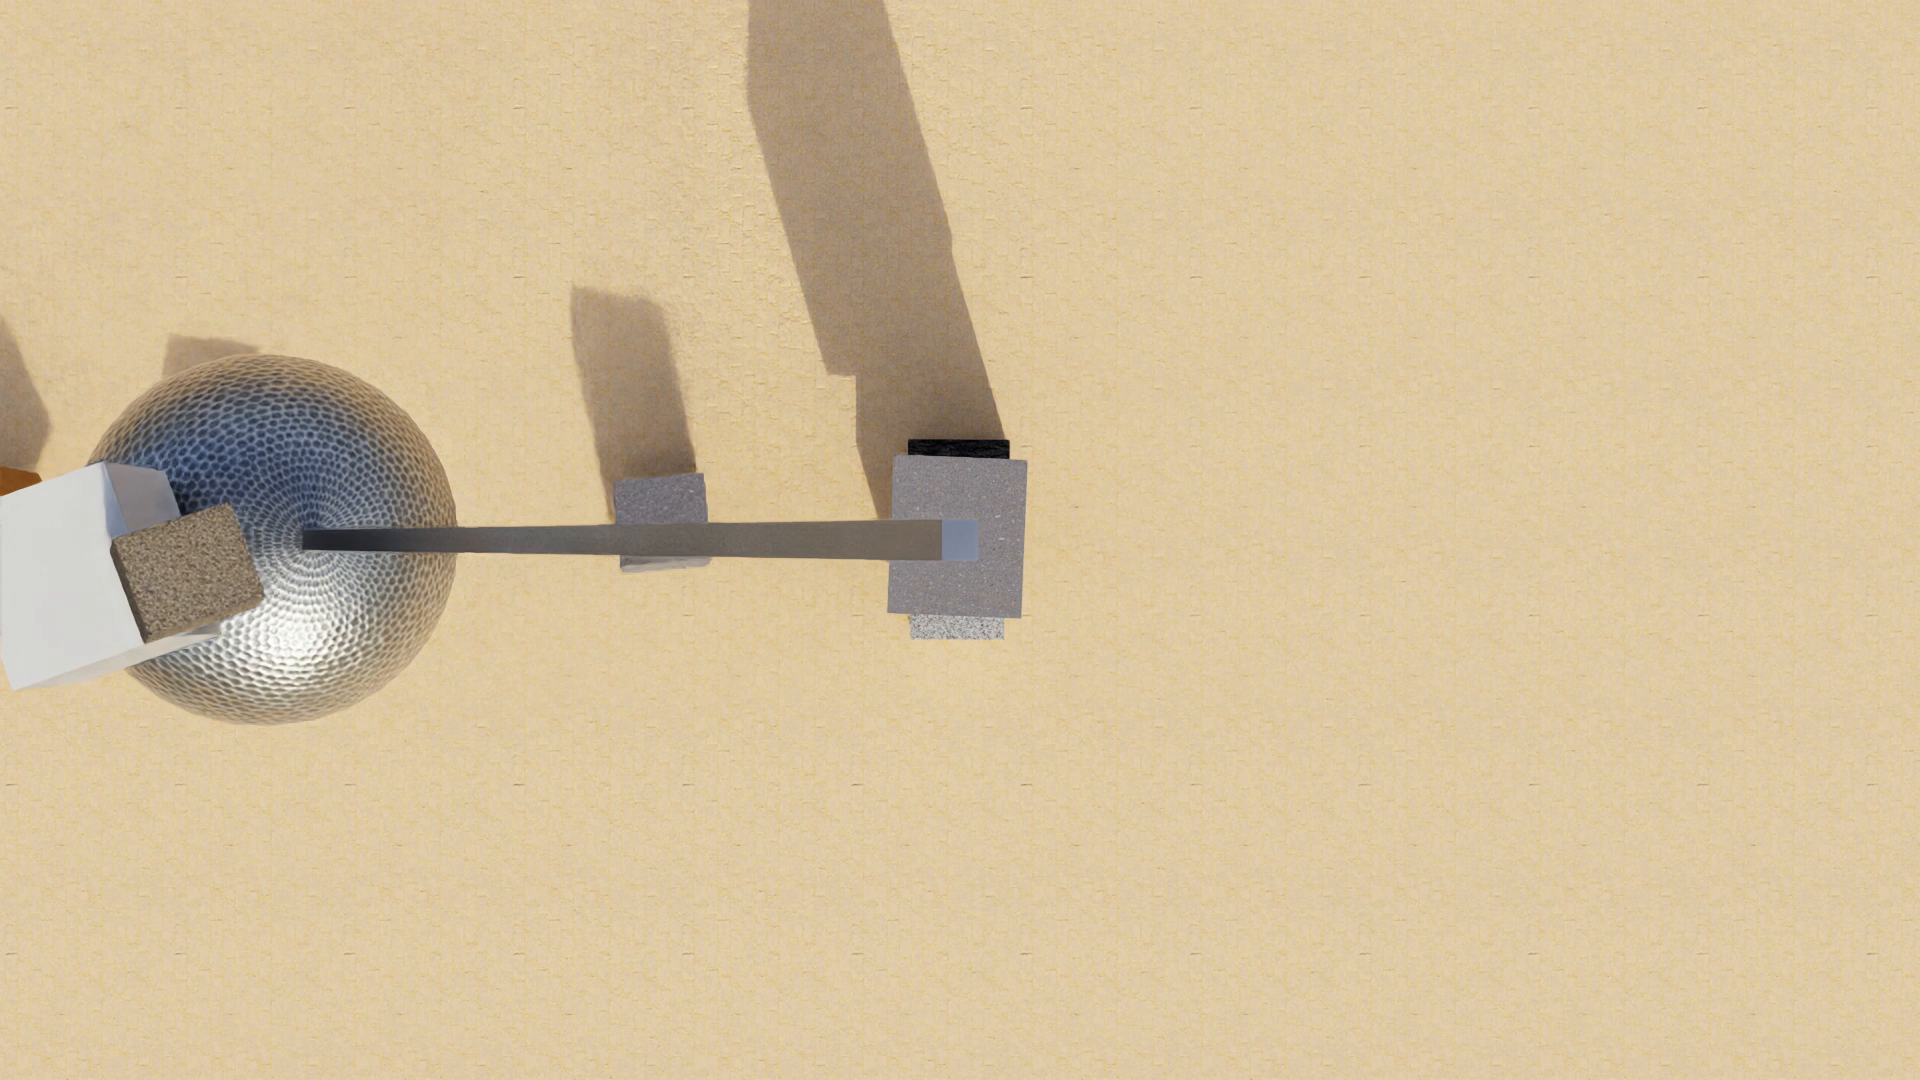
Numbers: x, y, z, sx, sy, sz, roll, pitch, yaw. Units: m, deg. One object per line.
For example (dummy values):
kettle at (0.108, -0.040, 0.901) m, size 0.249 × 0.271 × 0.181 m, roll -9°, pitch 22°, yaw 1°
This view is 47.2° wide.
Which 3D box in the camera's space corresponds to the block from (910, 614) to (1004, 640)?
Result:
block at (-0.016, 0.297, 12.747) m, size 0.532 × 0.506 × 0.535 m, roll 0°, pitch 90°, yaw 0°

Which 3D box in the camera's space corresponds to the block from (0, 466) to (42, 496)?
block at (-5.575, -0.081, 12.617) m, size 0.507 × 0.515 × 0.484 m, roll -36°, pitch 70°, yaw 15°

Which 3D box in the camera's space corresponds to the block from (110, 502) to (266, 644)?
block at (-2.750, 0.121, 7.824) m, size 0.410 × 0.356 × 0.356 m, roll -20°, pitch 90°, yaw -24°

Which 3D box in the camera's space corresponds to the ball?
ball at (-2.968, 0.000, 9.439) m, size 1.600 × 1.600 × 1.600 m, roll 0°, pitch 90°, yaw 0°

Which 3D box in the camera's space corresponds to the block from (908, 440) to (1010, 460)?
block at (-0.007, -0.275, 12.695) m, size 0.573 × 0.610 × 0.585 m, roll 0°, pitch 90°, yaw 0°

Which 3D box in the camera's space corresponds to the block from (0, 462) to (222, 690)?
block at (-3.266, 0.137, 8.279) m, size 0.574 × 0.699 × 0.676 m, roll -19°, pitch 89°, yaw -3°

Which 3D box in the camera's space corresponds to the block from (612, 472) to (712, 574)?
block at (-1.722, -0.094, 12.711) m, size 0.514 × 0.457 × 0.489 m, roll -6°, pitch 85°, yaw -9°

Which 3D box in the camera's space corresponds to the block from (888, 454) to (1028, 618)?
block at (-0.013, -0.019, 12.023) m, size 0.712 × 0.734 × 0.842 m, roll 2°, pitch 90°, yaw 0°

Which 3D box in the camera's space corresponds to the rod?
rod at (-1.286, 0.000, 6.485) m, size 0.080 × 5.200 × 0.080 m, roll 0°, pitch 90°, yaw -30°
